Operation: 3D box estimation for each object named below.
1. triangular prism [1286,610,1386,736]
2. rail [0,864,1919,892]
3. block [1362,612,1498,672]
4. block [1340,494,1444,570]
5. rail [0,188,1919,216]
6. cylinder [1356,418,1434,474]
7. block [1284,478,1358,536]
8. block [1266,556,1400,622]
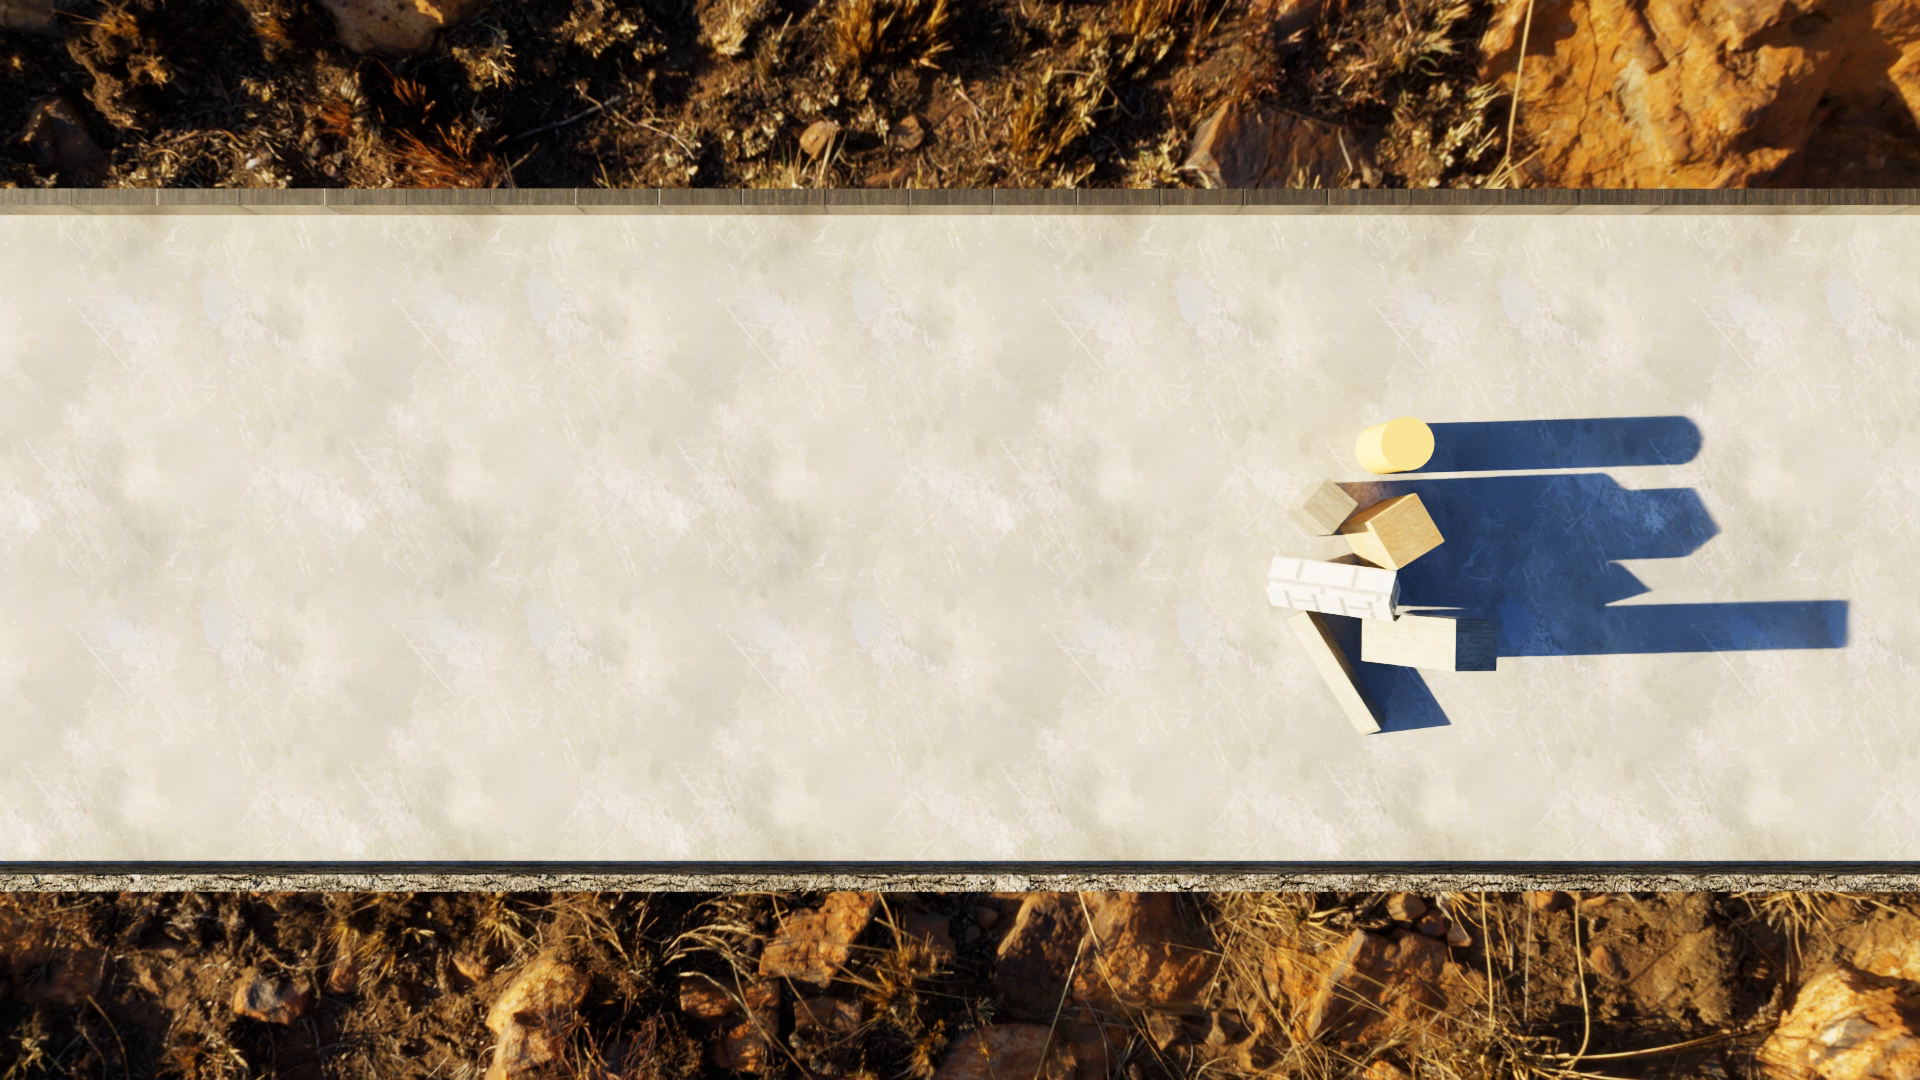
[{"bbox_3d":[1.158,0.397,5.035,0.092,0.079,0.425,-32,90,0],"label":"triangular prism"},{"bbox_3d":[-2.247,1.025,5.001,12.000,0.150,0.050,0,90,0],"label":"rail"},{"bbox_3d":[1.374,0.296,4.851,0.147,0.427,0.147,1,90,-23],"label":"block"},{"bbox_3d":[1.281,-0.020,4.914,0.161,0.316,0.161,-31,90,-3],"label":"block"},{"bbox_3d":[-2.247,-1.025,5.002,12.000,0.150,0.050,0,90,0],"label":"rail"},{"bbox_3d":[1.294,-0.279,4.923,0.154,0.307,0.154,0,90,0],"label":"cylinder"},{"bbox_3d":[1.073,-0.096,4.920,0.116,0.308,0.116,41,90,2],"label":"block"},{"bbox_3d":[1.114,0.144,4.927,0.368,0.111,0.111,8,62,27],"label":"block"}]
